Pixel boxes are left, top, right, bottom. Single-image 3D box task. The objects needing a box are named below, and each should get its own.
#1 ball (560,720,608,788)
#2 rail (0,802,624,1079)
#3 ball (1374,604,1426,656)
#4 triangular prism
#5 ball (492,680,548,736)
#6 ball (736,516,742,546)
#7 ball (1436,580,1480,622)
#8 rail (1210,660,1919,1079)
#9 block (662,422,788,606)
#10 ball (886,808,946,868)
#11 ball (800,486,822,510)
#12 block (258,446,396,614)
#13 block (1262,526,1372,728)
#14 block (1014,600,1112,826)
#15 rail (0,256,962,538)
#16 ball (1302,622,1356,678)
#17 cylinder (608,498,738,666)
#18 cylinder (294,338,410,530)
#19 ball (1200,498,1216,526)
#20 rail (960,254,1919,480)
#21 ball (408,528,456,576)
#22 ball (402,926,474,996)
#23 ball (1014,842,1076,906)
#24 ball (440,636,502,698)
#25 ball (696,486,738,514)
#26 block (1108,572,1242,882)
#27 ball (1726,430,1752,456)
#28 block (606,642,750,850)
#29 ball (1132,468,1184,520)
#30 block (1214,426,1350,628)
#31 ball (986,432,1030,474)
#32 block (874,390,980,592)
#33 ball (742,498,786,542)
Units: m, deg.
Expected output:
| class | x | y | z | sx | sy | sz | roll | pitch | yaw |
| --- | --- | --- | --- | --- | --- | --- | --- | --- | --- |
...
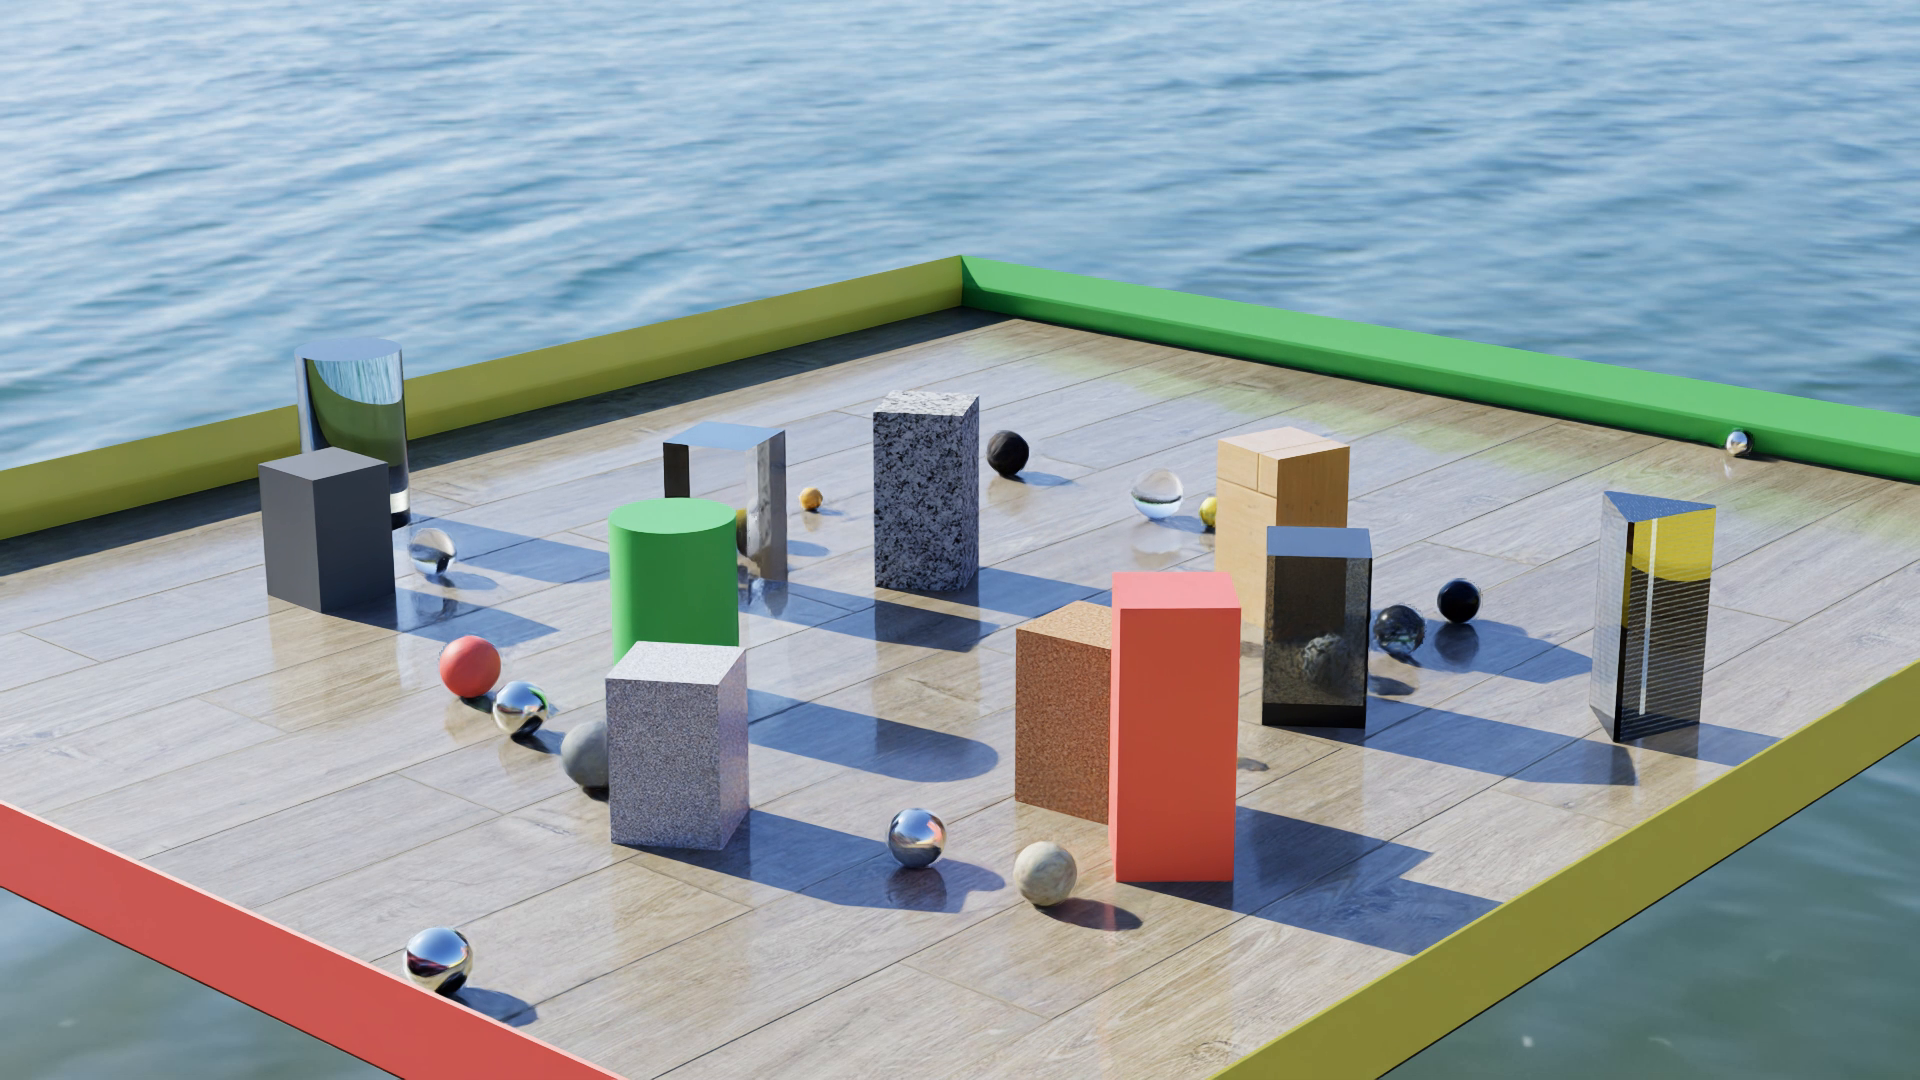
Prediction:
| class | x | y | z | sx | sy | sz | roll | pitch | yaw |
| --- | --- | --- | --- | --- | --- | --- | --- | --- | --- |
| ball | -0.530 | 0.311 | 4.250 | 0.098 | 0.098 | 0.098 | 0 | 17 | 0 |
| rail | -1.169 | 0.421 | 3.831 | 3.131 | 0.128 | 0.045 | 14 | 22 | 39 |
| ball | 0.722 | 0.148 | 4.816 | 0.084 | 0.084 | 0.084 | 0 | 17 | 0 |
| triangular prism | 1.027 | 0.110 | 4.486 | 0.171 | 0.348 | 0.148 | -10 | 19 | -29 |
| ball | -0.668 | 0.256 | 4.457 | 0.085 | 0.085 | 0.085 | 0 | 17 | 0 |
| ball | -0.447 | -0.016 | 5.336 | 0.098 | 0.098 | 0.098 | 0 | 17 | 0 |
| ball | 0.847 | 0.104 | 4.980 | 0.074 | 0.074 | 0.074 | 0 | 17 | 0 |
| rail | 1.164 | 0.324 | 4.152 | 0.045 | 0.128 | 3.613 | 14 | 22 | 39 |
| block | -0.408 | -0.047 | 5.125 | 0.158 | 0.279 | 0.158 | 7 | 18 | 21 |
| ball | -0.059 | 0.403 | 3.974 | 0.081 | 0.081 | 0.081 | 0 | 17 | 0 |
| ball | -0.287 | -0.081 | 5.644 | 0.044 | 0.044 | 0.044 | 0 | 17 | 0 |
| block | -1.101 | -0.019 | 5.106 | 0.158 | 0.237 | 0.158 | 15 | 22 | 40 |
| block | 0.550 | 0.133 | 4.536 | 0.158 | 0.273 | 0.158 | 2 | 17 | 5 |
| block | 0.189 | 0.244 | 4.189 | 0.158 | 0.261 | 0.158 | 12 | 20 | 34 |
| rail | -1.164 | -0.260 | 6.088 | 0.045 | 0.128 | 3.613 | 14 | 22 | 39 |
| ball | 0.593 | 0.177 | 4.714 | 0.087 | 0.087 | 0.087 | 0 | 17 | 0 |
| cylinder | -0.445 | 0.106 | 4.580 | 0.197 | 0.301 | 0.197 | 0 | 17 | 0 |
| cylinder | -1.143 | -0.196 | 5.523 | 0.197 | 0.335 | 0.197 | 0 | 17 | 0 |
| ball | 0.479 | -0.053 | 5.531 | 0.056 | 0.056 | 0.056 | 0 | 17 | 0 |
| rail | 1.169 | -0.356 | 6.409 | 3.131 | 0.128 | 0.045 | 14 | 22 | 39 |
| ball | -0.942 | 0.022 | 5.235 | 0.084 | 0.084 | 0.084 | 0 | 17 | 0 |
| ball | -0.639 | 0.516 | 3.591 | 0.086 | 0.086 | 0.086 | 0 | 17 | 0 |
| ball | 0.112 | 0.438 | 3.854 | 0.083 | 0.083 | 0.083 | 0 | 17 | 0 |
| ball | -0.772 | 0.199 | 4.623 | 0.097 | 0.097 | 0.097 | 0 | 17 | 0 |
| ball | -0.460 | -0.058 | 5.503 | 0.084 | 0.084 | 0.084 | 0 | 17 | 0 |
| block | 0.287 | 0.251 | 3.952 | 0.158 | 0.385 | 0.158 | 0 | 17 | -1 |
| ball | 1.599 | -0.200 | 6.022 | 0.053 | 0.053 | 0.053 | 0 | 17 | 0 |
| block | -0.392 | 0.285 | 4.086 | 0.158 | 0.242 | 0.158 | 3 | 17 | 10 |
| ball | 0.376 | -0.089 | 5.576 | 0.099 | 0.099 | 0.099 | 0 | 17 | 0 |
| block | 0.547 | -0.021 | 5.001 | 0.158 | 0.300 | 0.158 | -11 | 20 | -32 |
| ball | 0.095 | -0.175 | 5.883 | 0.087 | 0.087 | 0.087 | 0 | 17 | 0 |
| block | -0.058 | -0.088 | 5.193 | 0.158 | 0.319 | 0.158 | 3 | 17 | 11 |
| ball | -0.364 | -0.036 | 5.427 | 0.081 | 0.081 | 0.081 | 0 | 17 | 0 |
